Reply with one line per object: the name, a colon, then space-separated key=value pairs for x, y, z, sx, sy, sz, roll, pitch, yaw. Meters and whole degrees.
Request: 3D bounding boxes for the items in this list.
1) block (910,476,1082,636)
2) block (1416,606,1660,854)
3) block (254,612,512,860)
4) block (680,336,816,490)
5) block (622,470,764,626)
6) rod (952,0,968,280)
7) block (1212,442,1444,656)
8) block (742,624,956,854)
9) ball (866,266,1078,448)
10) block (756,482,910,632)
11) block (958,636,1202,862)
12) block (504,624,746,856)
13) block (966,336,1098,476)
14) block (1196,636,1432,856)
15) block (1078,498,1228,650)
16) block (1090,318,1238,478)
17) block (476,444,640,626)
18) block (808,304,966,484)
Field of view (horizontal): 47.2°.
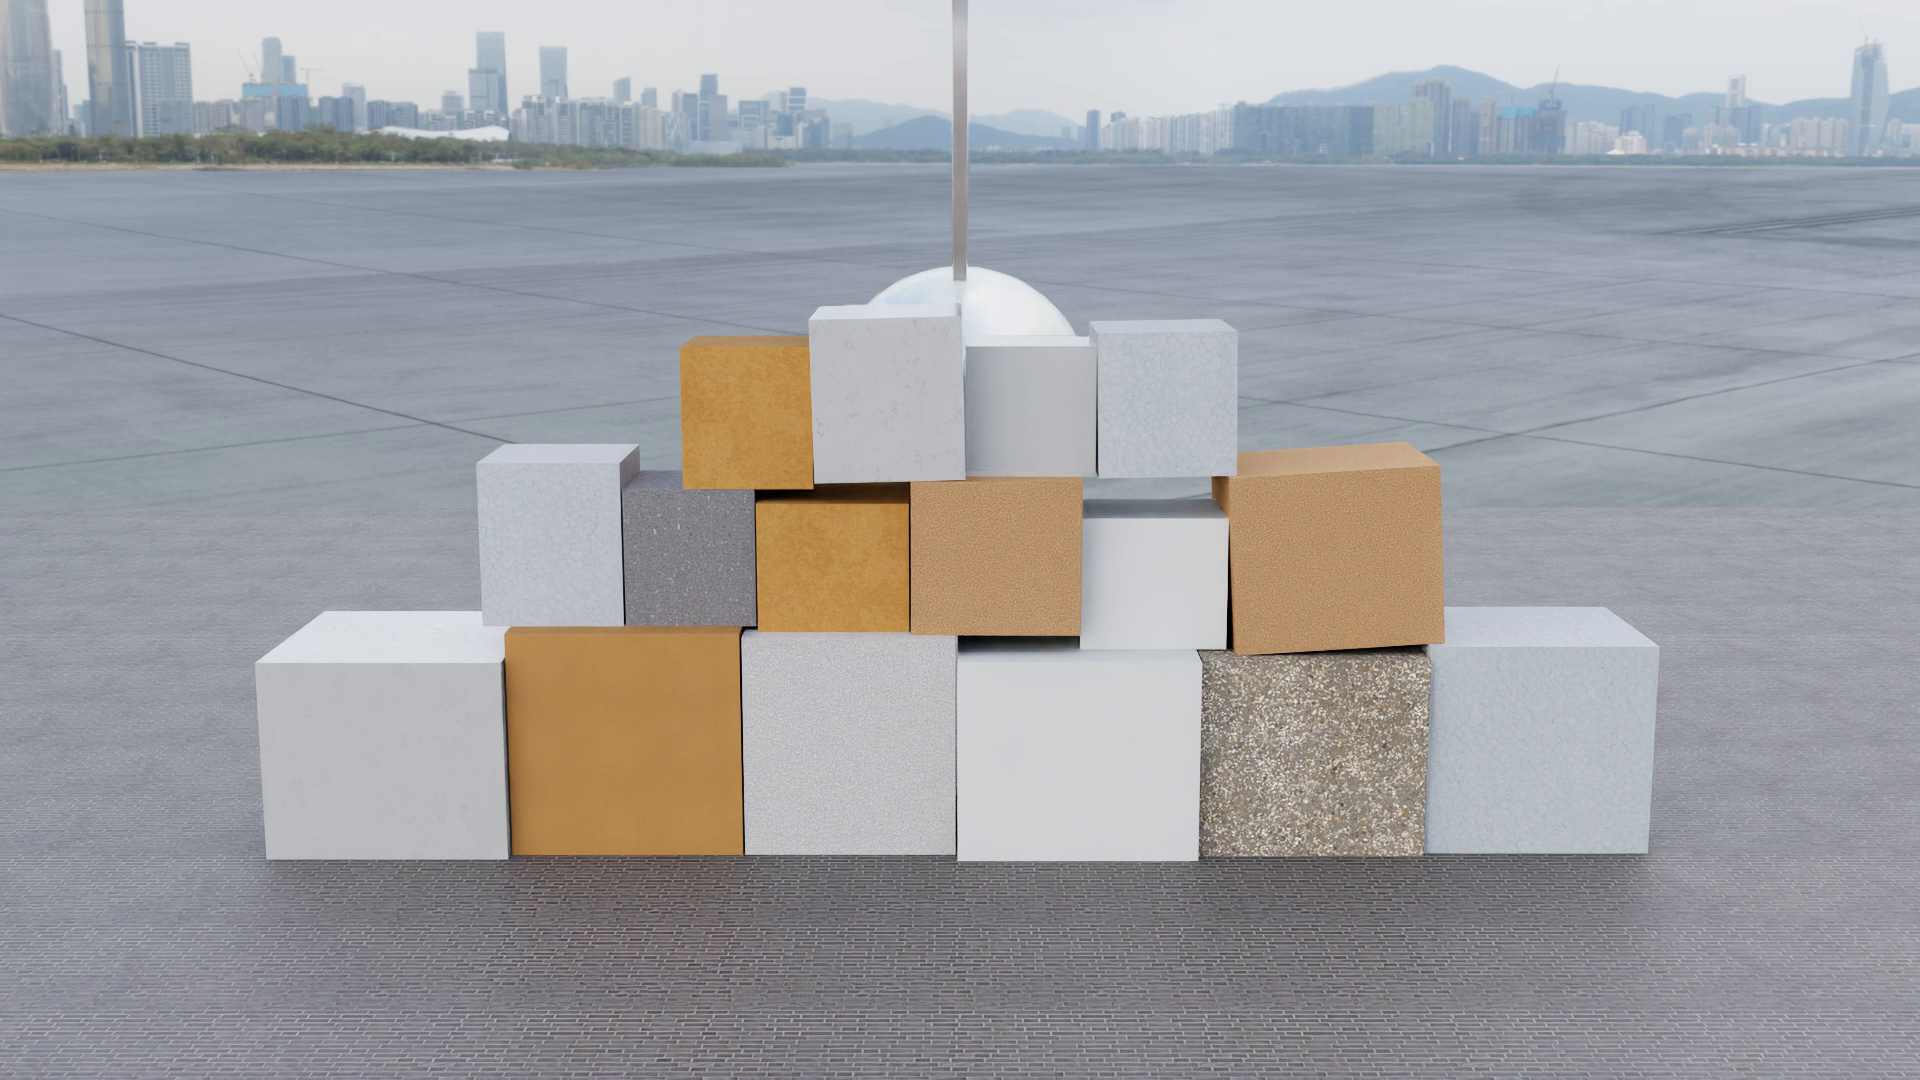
block: x=0.177 y=0.012 z=11.187 sx=0.836 sy=0.765 sz=0.900 roll=0 pitch=10 yaw=0
block: x=2.872 y=0.959 z=11.336 sx=1.118 sy=1.056 sz=0.937 roll=0 pitch=10 yaw=0
block: x=-2.834 y=0.982 z=11.377 sx=1.194 sy=0.998 sz=1.195 roll=0 pitch=10 yaw=0
block: x=-1.042 y=-0.652 z=11.077 sx=0.640 sy=0.698 sz=0.658 roll=0 pitch=10 yaw=0
block: x=-1.334 y=0.032 z=11.173 sx=0.647 sy=0.683 sz=0.661 roll=0 pitch=10 yaw=0
rod: x=0.000 y=-3.761 z=11.410 sx=0.080 sy=5.200 sz=0.080 roll=0 pitch=31 yaw=0
block: x=1.852 y=0.028 z=11.190 sx=1.025 sy=0.886 sz=0.852 roll=-4 pitch=10 yaw=1
block: x=-0.546 y=0.929 z=11.366 sx=1.047 sy=1.105 sz=1.047 roll=0 pitch=10 yaw=0
ball: x=0.000 y=-0.832 z=13.137 sx=1.600 sy=1.600 sz=1.600 roll=0 pitch=10 yaw=0
block: x=-0.625 y=0.070 z=11.208 sx=0.749 sy=0.643 sz=0.779 roll=0 pitch=10 yaw=0
block: x=0.582 y=0.984 z=11.346 sx=1.188 sy=1.004 sz=1.186 roll=0 pitch=10 yaw=0
block: x=-1.653 y=0.918 z=11.364 sx=1.147 sy=1.128 sz=1.063 roll=0 pitch=10 yaw=0
block: x=0.348 y=-0.680 z=11.065 sx=0.640 sy=0.643 sz=0.573 roll=0 pitch=10 yaw=0
block: x=1.744 y=0.985 z=11.366 sx=1.117 sy=0.996 sz=1.073 roll=0 pitch=10 yaw=0
block: x=0.962 y=0.165 z=11.202 sx=0.727 sy=0.660 sz=0.618 roll=0 pitch=10 yaw=0
block: x=1.011 y=-0.722 z=11.060 sx=0.675 sy=0.709 sz=0.728 roll=-1 pitch=10 yaw=0
block: x=-2.017 y=-0.036 z=11.172 sx=0.700 sy=0.817 sz=0.690 roll=0 pitch=10 yaw=0
block: x=-0.349 y=-0.750 z=11.030 sx=0.734 sy=0.795 sz=0.858 roll=-1 pitch=10 yaw=0
